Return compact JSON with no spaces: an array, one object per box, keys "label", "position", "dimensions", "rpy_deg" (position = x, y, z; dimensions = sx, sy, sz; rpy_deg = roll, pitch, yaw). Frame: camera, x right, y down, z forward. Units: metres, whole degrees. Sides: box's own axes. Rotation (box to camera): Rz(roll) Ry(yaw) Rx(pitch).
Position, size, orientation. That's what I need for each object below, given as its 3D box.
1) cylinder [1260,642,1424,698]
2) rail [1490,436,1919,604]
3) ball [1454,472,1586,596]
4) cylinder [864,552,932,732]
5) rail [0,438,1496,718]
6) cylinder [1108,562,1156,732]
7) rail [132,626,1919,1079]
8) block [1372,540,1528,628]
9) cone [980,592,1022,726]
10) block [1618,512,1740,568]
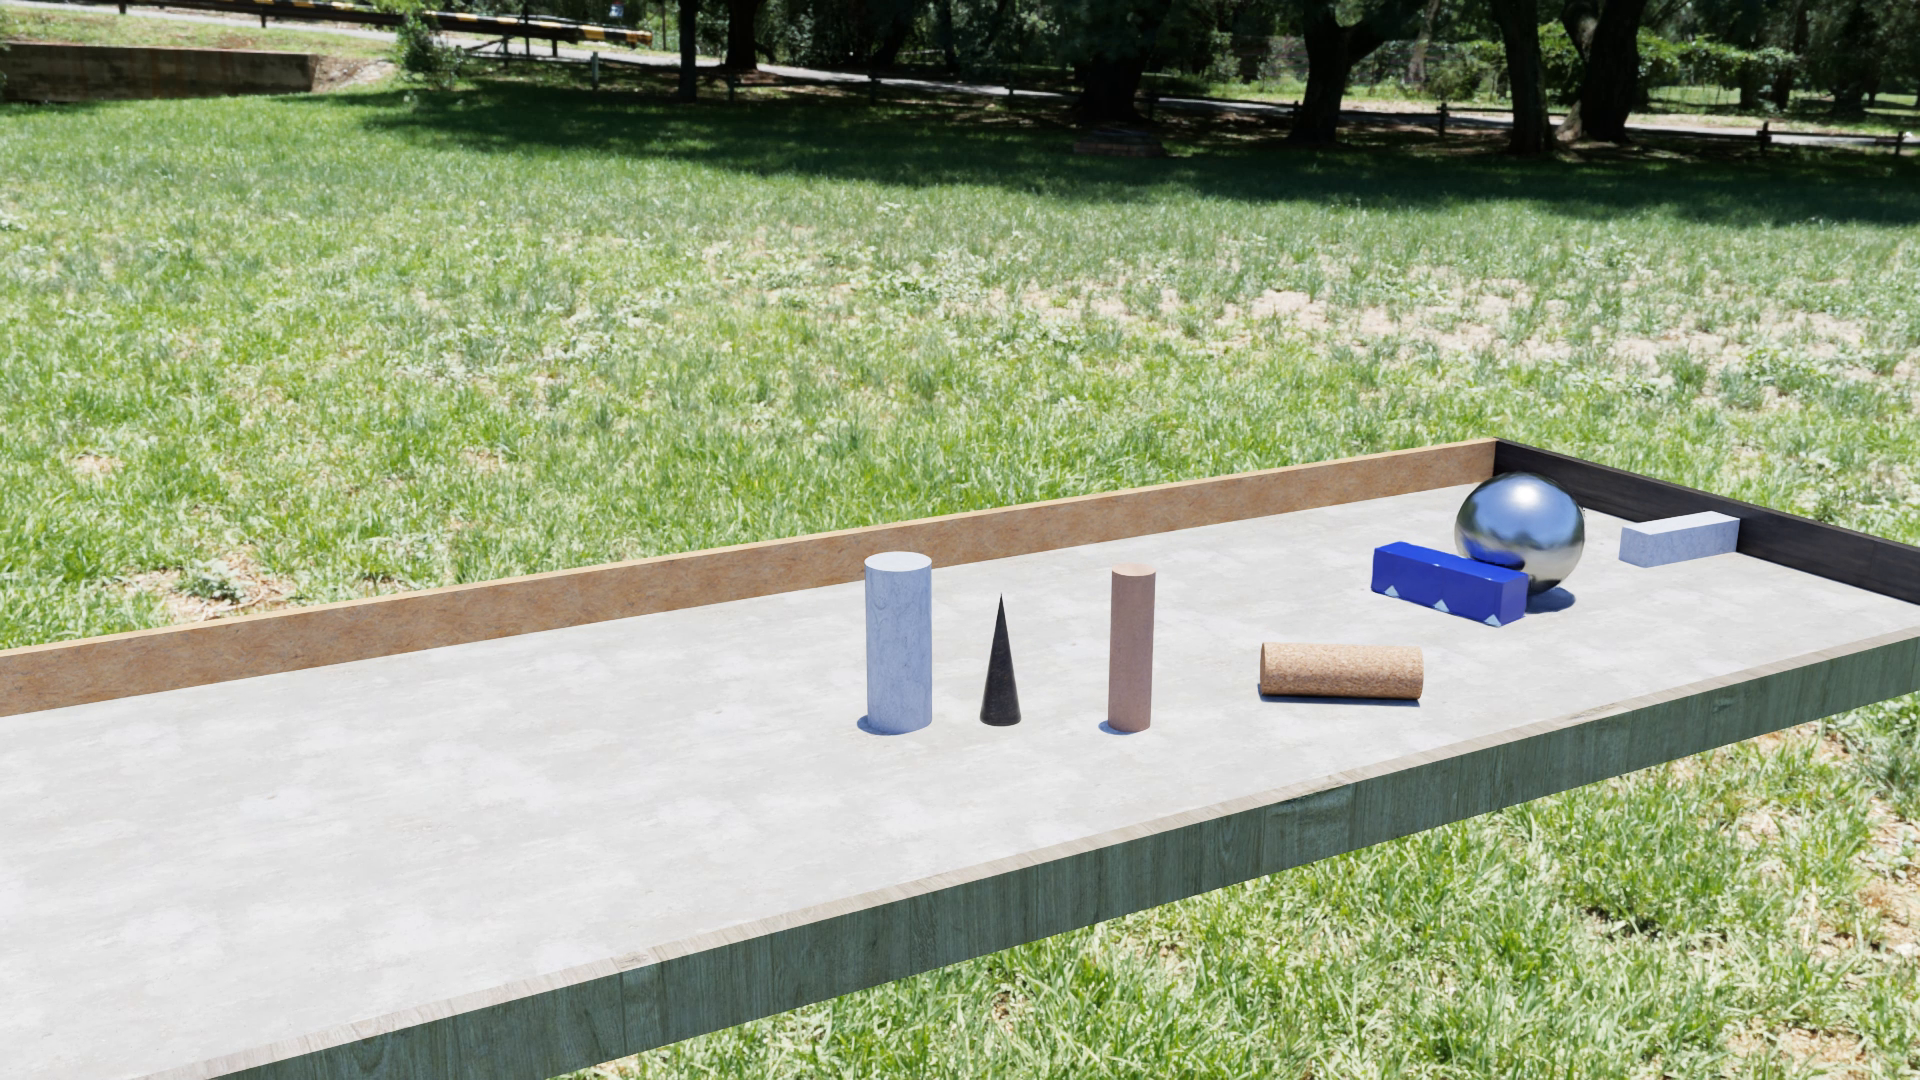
[{"label":"cylinder","position":[0.932,0.319,4.041],"dimensions":[0.377,0.128,0.128],"rpy_deg":[1,16,5]},{"label":"rail","position":[2.466,-0.048,5.253],"dimensions":[0.050,0.150,2.100],"rpy_deg":[-9,18,-27]},{"label":"ball","position":[1.620,-0.019,4.777],"dimensions":[0.361,0.361,0.361],"rpy_deg":[0,16,0]},{"label":"cylinder","position":[-0.142,0.237,3.850],"dimensions":[0.154,0.393,0.154],"rpy_deg":[0,16,0]},{"label":"rail","position":[-3.305,0.497,3.399],"dimensions":[12.000,0.150,0.050],"rpy_deg":[-9,18,-27]},{"label":"cylinder","position":[0.398,0.250,3.828],"dimensions":[0.100,0.381,0.100],"rpy_deg":[0,16,0]},{"label":"rail","position":[-2.336,1.006,1.665],"dimensions":[12.000,0.150,0.050],"rpy_deg":[-9,18,-27]},{"label":"block","position":[1.394,0.121,4.716],"dimensions":[0.128,0.128,0.426],"rpy_deg":[-13,21,-38]},{"label":"cone","position":[0.096,0.271,3.869],"dimensions":[0.101,0.318,0.101],"rpy_deg":[0,16,0]},{"label":"block","position":[2.258,-0.003,5.176],"dimensions":[0.396,0.107,0.107],"rpy_deg":[-8,18,-25]}]
